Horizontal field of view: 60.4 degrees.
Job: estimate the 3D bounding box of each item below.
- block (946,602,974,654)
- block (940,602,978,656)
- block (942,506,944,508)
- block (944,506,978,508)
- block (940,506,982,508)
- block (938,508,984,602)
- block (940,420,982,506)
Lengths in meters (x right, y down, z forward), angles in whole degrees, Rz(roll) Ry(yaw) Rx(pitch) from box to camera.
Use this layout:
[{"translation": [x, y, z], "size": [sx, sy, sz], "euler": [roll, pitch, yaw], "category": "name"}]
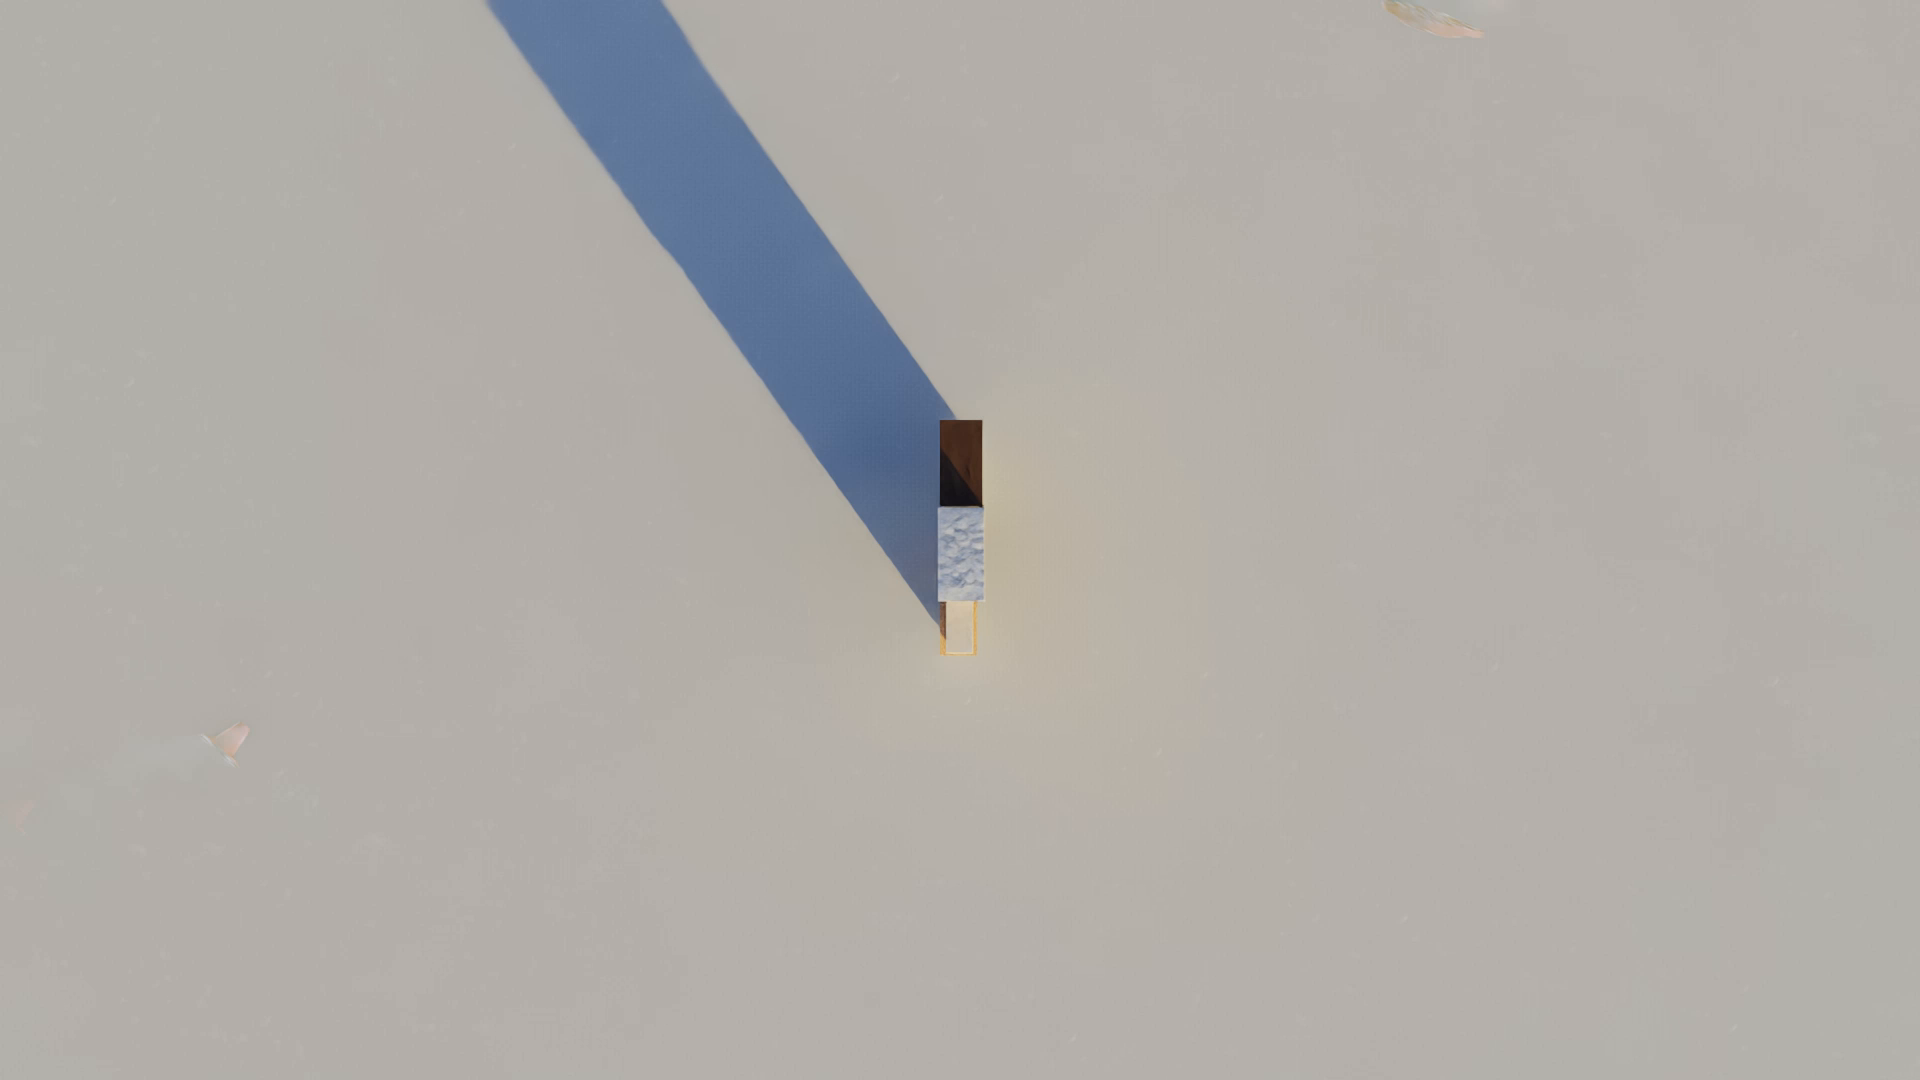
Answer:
[{"translation": [-0.001, 0.248, 4.742], "size": [0.077, 0.022, 0.155], "euler": [0, 90, 0], "category": "block"}, {"translation": [-0.005, 0.238, 5.032], "size": [0.113, 0.032, 0.226], "euler": [0, 90, 0], "category": "block"}, {"translation": [-0.001, 0.008, 4.954], "size": [0.112, 0.032, 0.224], "euler": [0, 90, 0], "category": "block"}, {"translation": [0.002, -0.156, 4.727], "size": [0.099, 0.028, 0.197], "euler": [0, 90, 0], "category": "block"}, {"translation": [0.004, 0.002, 5.213], "size": [0.134, 0.038, 0.268], "euler": [0, 90, 0], "category": "block"}, {"translation": [0.003, 0.038, 4.432], "size": [0.126, 0.036, 0.252], "euler": [0, 90, 0], "category": "block"}, {"translation": [0.003, -0.208, 4.465], "size": [0.116, 0.033, 0.231], "euler": [0, 90, 0], "category": "block"}]
